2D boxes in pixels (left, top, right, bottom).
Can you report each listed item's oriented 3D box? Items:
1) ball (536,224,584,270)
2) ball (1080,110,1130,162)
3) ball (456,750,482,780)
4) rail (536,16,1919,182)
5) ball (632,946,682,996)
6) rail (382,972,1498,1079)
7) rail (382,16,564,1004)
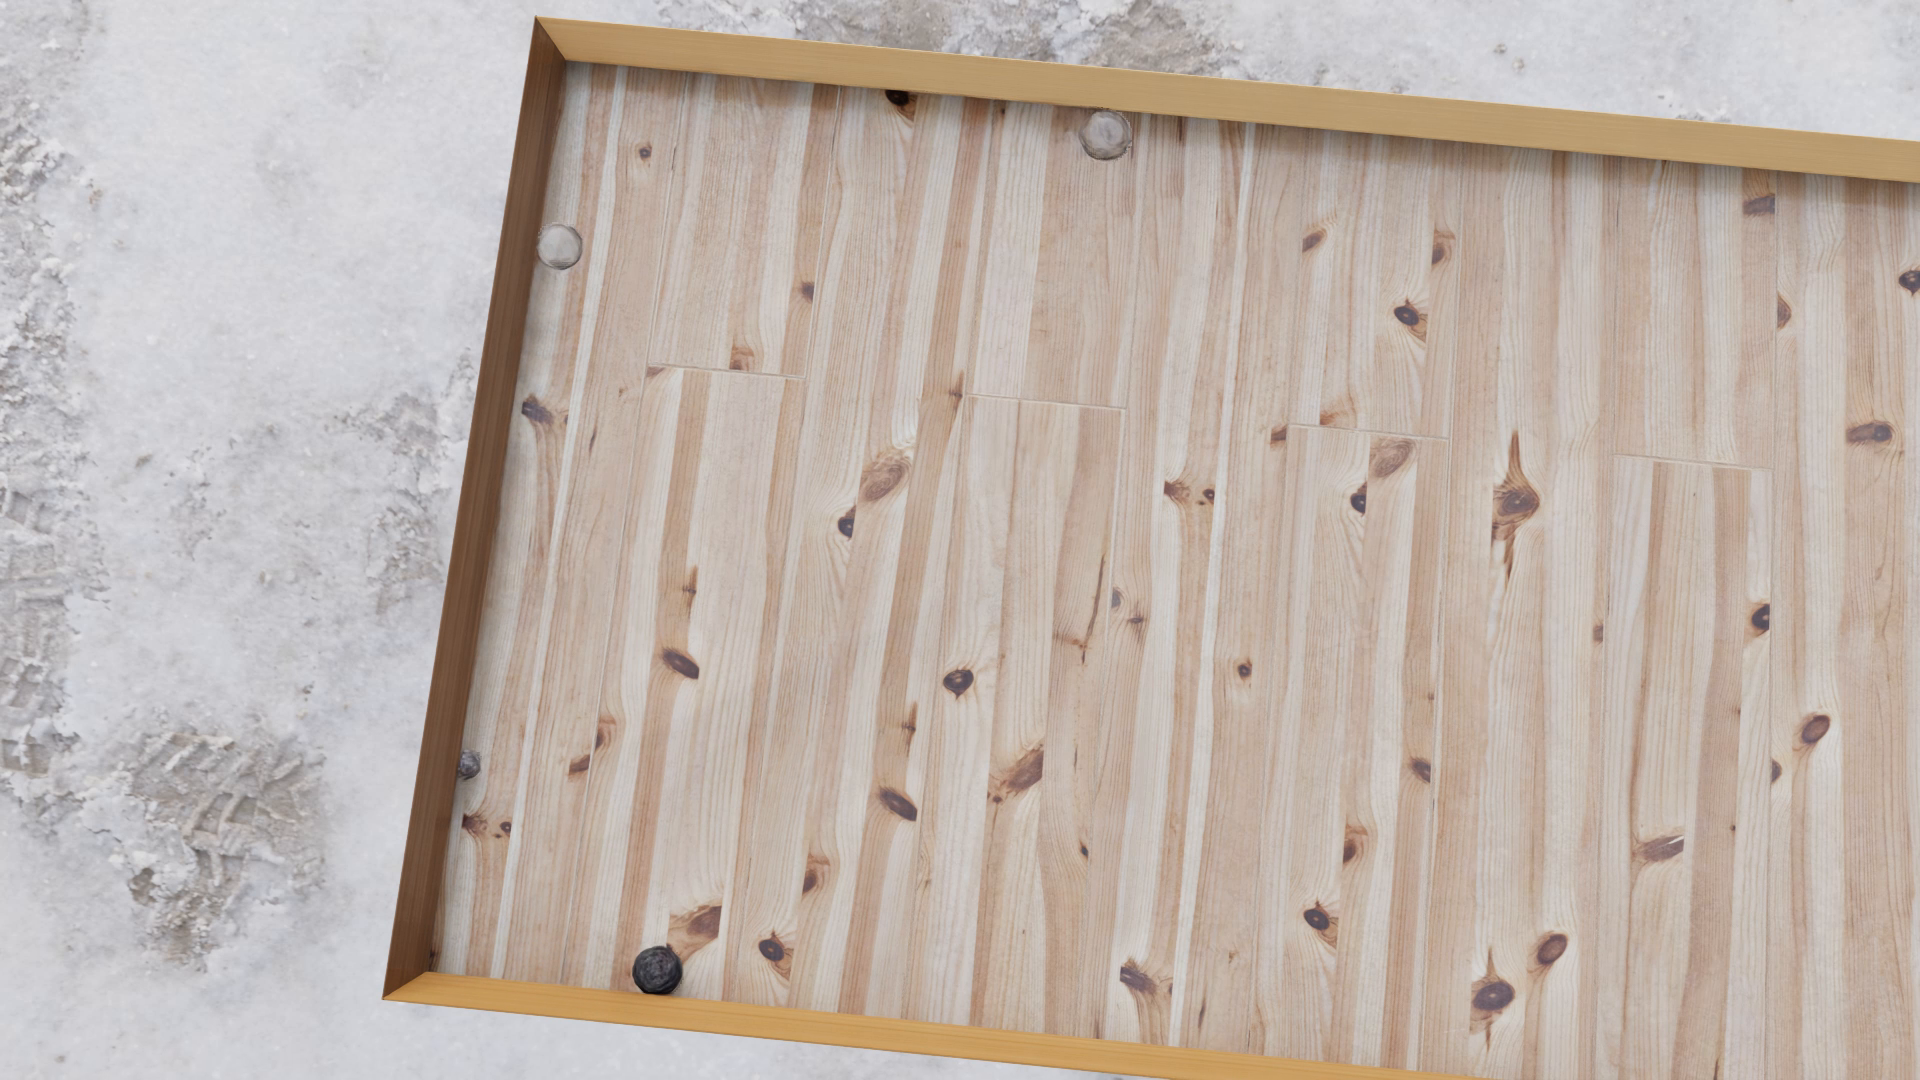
[{"bbox_3d":[-0.624,-0.458,3.433,0.071,0.071,0.071,0,77,0],"label":"ball"},{"bbox_3d":[0.230,-0.638,3.471,0.079,0.079,0.079,0,77,0],"label":"ball"},{"bbox_3d":[-0.732,0.333,3.259,0.043,0.043,0.043,0,77,0],"label":"ball"},{"bbox_3d":[0.814,-0.647,3.461,2.982,0.103,0.045,5,77,1],"label":"rail"},{"bbox_3d":[-0.437,0.622,3.175,0.072,0.072,0.072,0,77,0],"label":"ball"},{"bbox_3d":[0.670,0.779,3.121,2.982,0.103,0.045,5,77,1],"label":"rail"},{"bbox_3d":[-0.718,-0.073,3.324,0.045,0.103,1.520,5,77,1],"label":"rail"}]
